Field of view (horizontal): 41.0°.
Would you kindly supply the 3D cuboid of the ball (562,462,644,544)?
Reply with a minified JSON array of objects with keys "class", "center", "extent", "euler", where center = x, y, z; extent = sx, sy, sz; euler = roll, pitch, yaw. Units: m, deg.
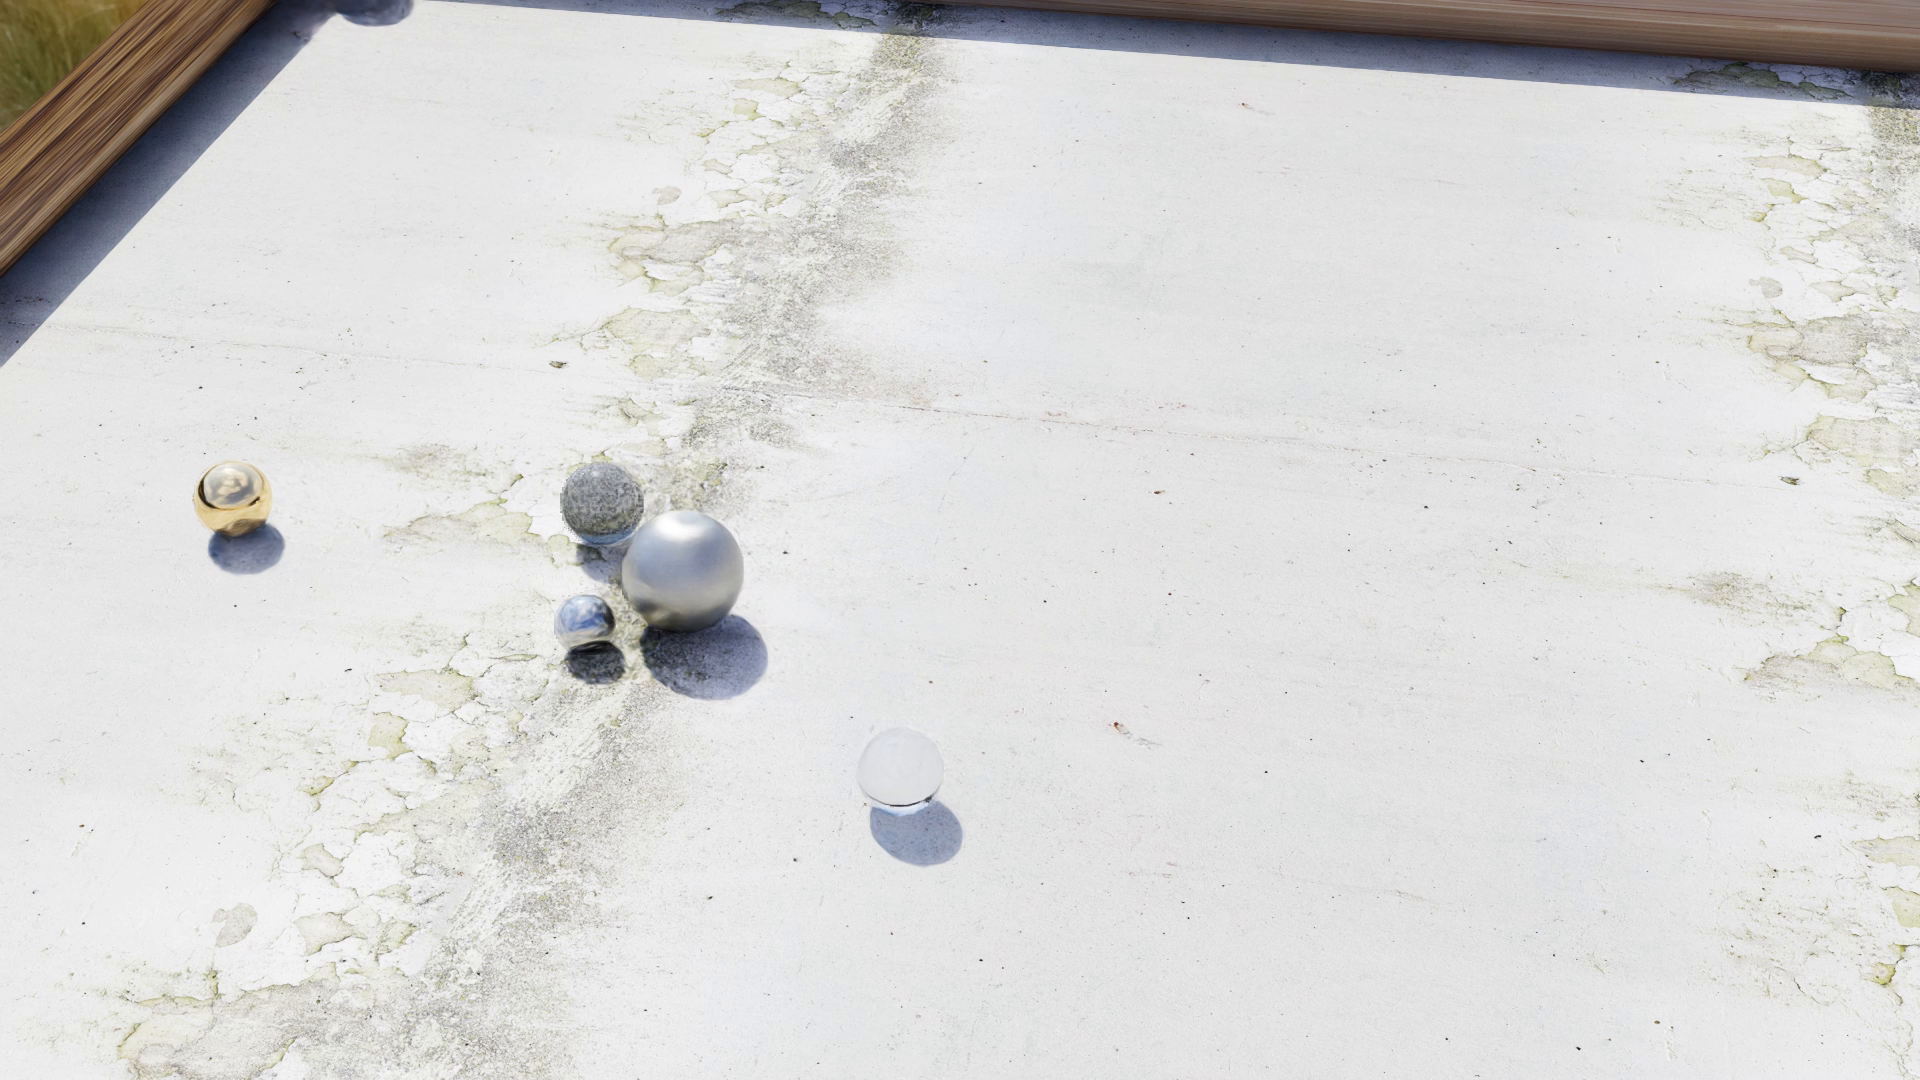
[{"class":"ball","center":[-0.267,-0.027,1.920],"extent":[0.061,0.061,0.061],"euler":[0,35,0]}]

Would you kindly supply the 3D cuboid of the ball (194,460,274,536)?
[{"class":"ball","center":[-0.546,-0.031,1.930],"extent":[0.057,0.057,0.057],"euler":[0,35,0]}]

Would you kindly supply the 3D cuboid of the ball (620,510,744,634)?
[{"class":"ball","center":[-0.197,0.023,1.825],"extent":[0.088,0.088,0.088],"euler":[0,35,0]}]

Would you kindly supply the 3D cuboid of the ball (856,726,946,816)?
[{"class":"ball","center":[-0.039,0.150,1.668],"extent":[0.058,0.058,0.058],"euler":[0,35,0]}]

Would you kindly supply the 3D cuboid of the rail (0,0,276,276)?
[{"class":"rail","center":[-0.879,-0.112,1.995],"extent":[0.045,0.114,2.082],"euler":[6,35,8]}]

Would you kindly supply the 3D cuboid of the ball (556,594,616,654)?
[{"class":"ball","center":[-0.264,0.059,1.813],"extent":[0.042,0.042,0.042],"euler":[0,35,0]}]

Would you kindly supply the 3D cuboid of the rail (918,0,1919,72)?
[{"class":"rail","center":[1.081,-0.501,2.556],"extent":[3.665,0.114,0.045],"euler":[6,35,8]}]
